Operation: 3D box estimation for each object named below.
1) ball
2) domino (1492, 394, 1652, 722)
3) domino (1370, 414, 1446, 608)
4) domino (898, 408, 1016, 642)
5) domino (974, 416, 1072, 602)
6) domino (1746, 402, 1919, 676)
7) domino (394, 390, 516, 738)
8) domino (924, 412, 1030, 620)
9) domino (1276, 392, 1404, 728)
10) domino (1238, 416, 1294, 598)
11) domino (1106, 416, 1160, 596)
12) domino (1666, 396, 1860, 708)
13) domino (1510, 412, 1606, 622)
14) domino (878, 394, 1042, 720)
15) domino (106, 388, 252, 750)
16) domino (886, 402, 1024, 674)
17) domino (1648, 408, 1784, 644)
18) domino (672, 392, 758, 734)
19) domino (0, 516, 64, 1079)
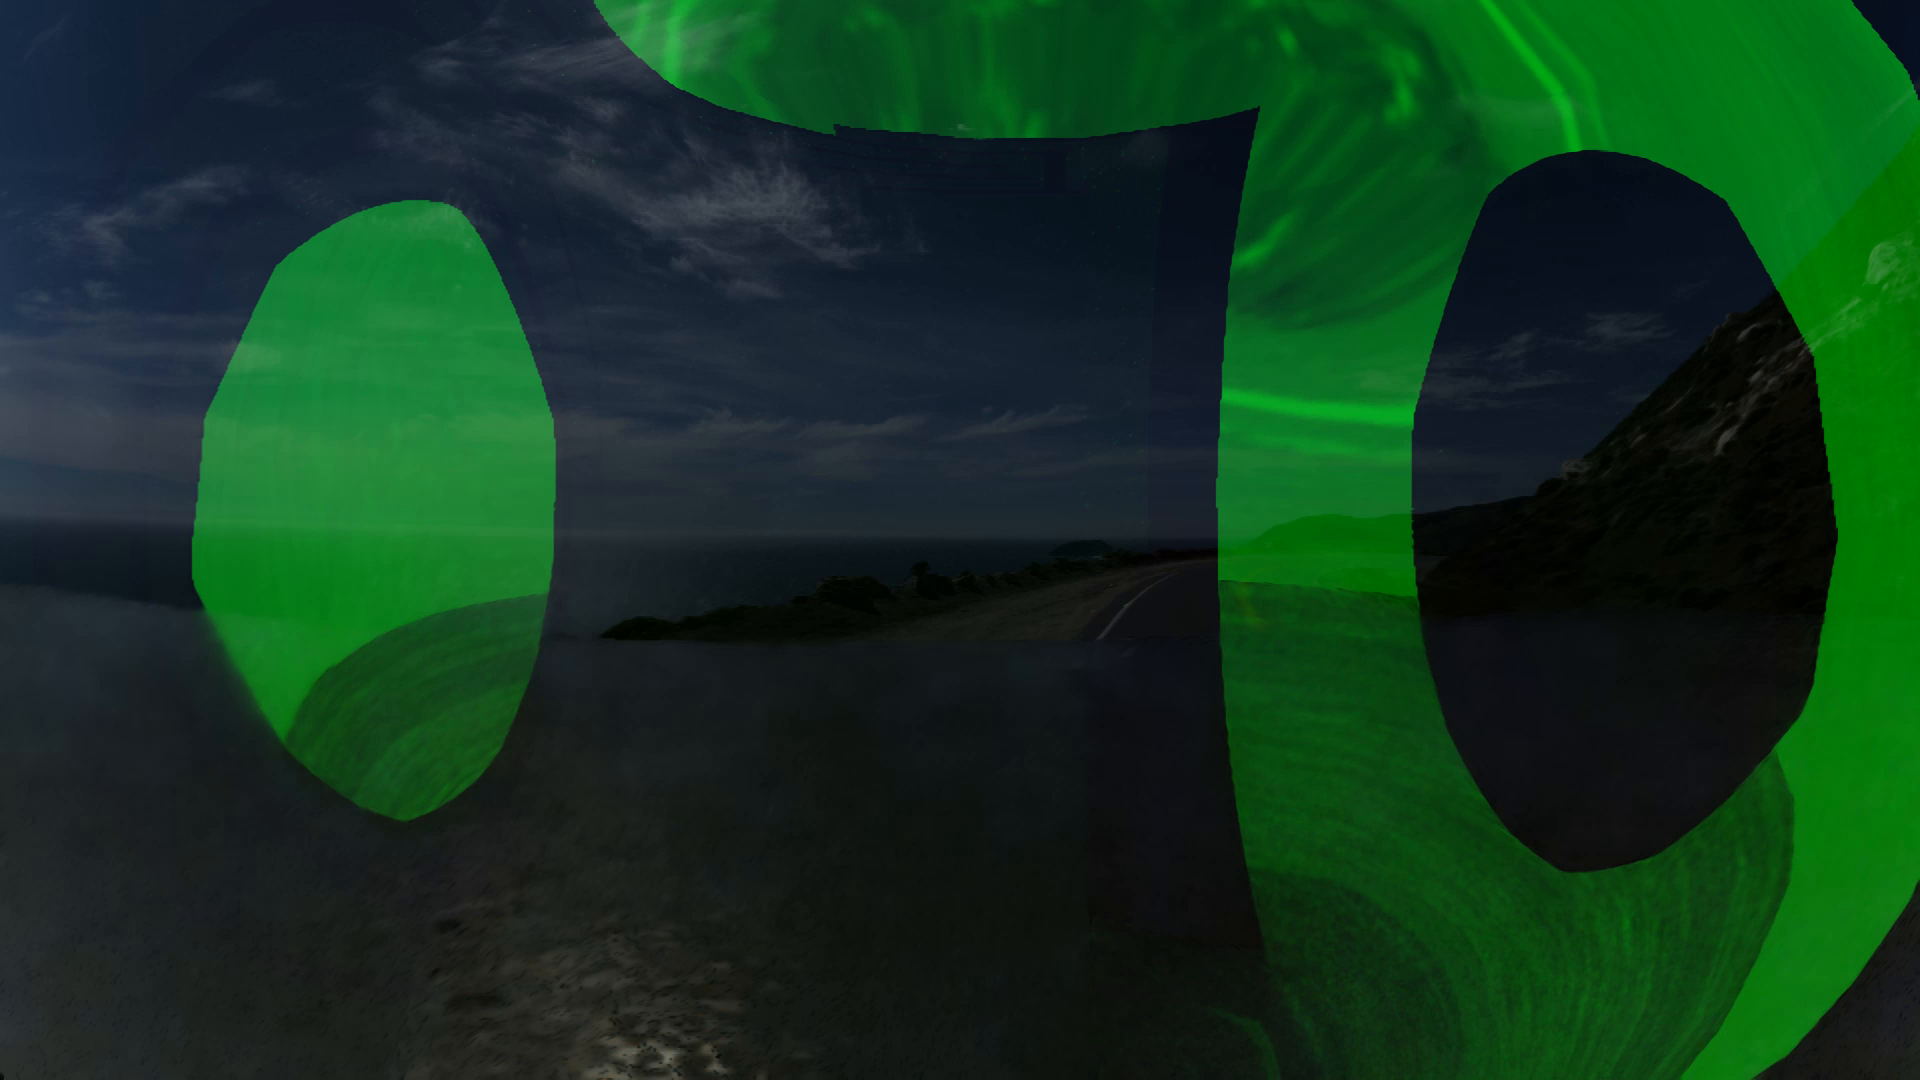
[{"bbox_3d":[0.002,-0.001,0.053,0.080,0.080,0.080,0,4,0],"label":"ball"},{"bbox_3d":[0.098,0.002,0.208,0.010,0.050,0.025,-1,4,-9],"label":"domino"},{"bbox_3d":[0.120,-0.008,0.343,0.009,0.050,0.025,4,6,40],"label":"domino"},{"bbox_3d":[-0.001,-0.003,0.278,0.025,0.050,0.009,0,4,3],"label":"domino"},{"bbox_3d":[0.017,-0.009,0.353,0.025,0.050,0.009,3,5,34],"label":"domino"},{"bbox_3d":[0.165,-0.001,0.243,0.025,0.050,0.009,2,5,28],"label":"domino"},{"bbox_3d":[-0.077,0.003,0.196,0.009,0.050,0.025,0,4,-6],"label":"domino"},{"bbox_3d":[0.004,-0.006,0.317,0.025,0.050,0.009,1,4,11],"label":"domino"},{"bbox_3d":[0.060,0.002,0.204,0.009,0.050,0.025,0,4,-6],"label":"domino"},{"bbox_3d":[0.087,-0.010,0.364,0.010,0.050,0.025,2,5,26],"label":"domino"},{"bbox_3d":[0.050,-0.010,0.372,0.009,0.050,0.025,0,4,-6],"label":"domino"},{"bbox_3d":[0.136,0.001,0.218,0.009,0.050,0.025,-2,5,-25],"label":"domino"},{"bbox_3d":[0.147,-0.006,0.315,0.025,0.050,0.009,-3,5,-38],"label":"domino"},{"bbox_3d":[0.000,0.002,0.201,0.025,0.050,0.009,0,4,0],"label":"domino"},{"bbox_3d":[-0.115,0.003,0.190,0.010,0.050,0.025,-1,4,-14],"label":"domino"},{"bbox_3d":[-0.001,0.000,0.240,0.025,0.050,0.009,0,4,-1],"label":"domino"},{"bbox_3d":[0.165,-0.004,0.281,0.025,0.050,0.009,-1,5,-18],"label":"domino"},{"bbox_3d":[-0.038,0.003,0.200,0.010,0.050,0.025,0,4,-4],"label":"domino"},{"bbox_3d":[-0.059,0.018,0.072,0.009,0.025,0.050,-3,20,-31],"label":"domino"}]
